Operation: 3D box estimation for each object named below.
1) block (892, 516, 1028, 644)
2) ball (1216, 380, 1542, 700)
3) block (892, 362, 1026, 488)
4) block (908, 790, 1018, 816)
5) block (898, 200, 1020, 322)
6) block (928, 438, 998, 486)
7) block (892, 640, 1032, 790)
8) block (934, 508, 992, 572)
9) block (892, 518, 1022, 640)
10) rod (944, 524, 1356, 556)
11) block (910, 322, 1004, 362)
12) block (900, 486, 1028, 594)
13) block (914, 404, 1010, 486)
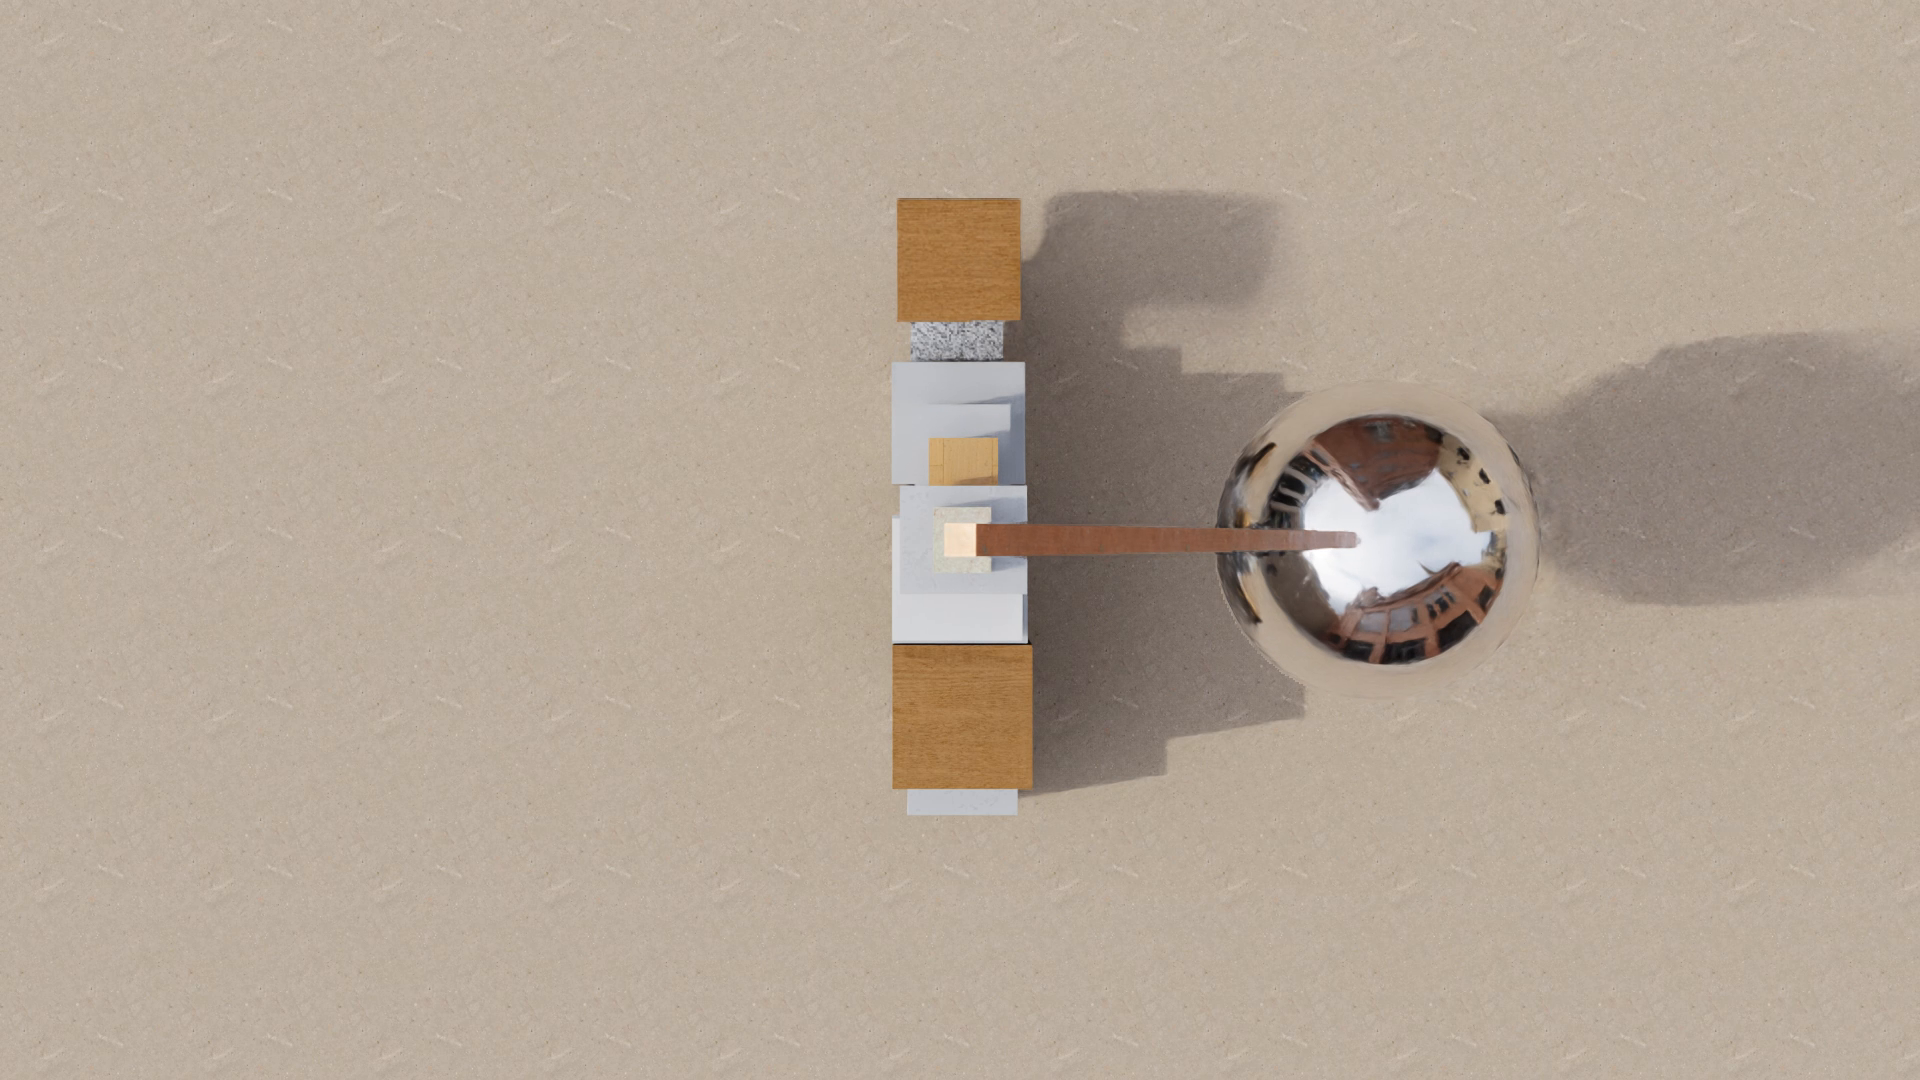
[{"bbox_3d":[-0.001,0.207,12.005,0.716,0.762,0.677,0,90,0],"label":"block"},{"bbox_3d":[2.074,0.000,10.965,1.600,1.600,1.600,0,90,0],"label":"ball"},{"bbox_3d":[-0.008,-0.651,12.609,0.741,0.783,0.677,0,90,0],"label":"block"},{"bbox_3d":[0.014,1.210,12.629,0.613,0.742,0.647,0,90,0],"label":"block"},{"bbox_3d":[-0.006,-1.540,12.055,0.658,0.591,0.647,0,99,0],"label":"block"},{"bbox_3d":[0.018,-0.319,11.439,0.354,0.388,0.388,0,87,0],"label":"block"},{"bbox_3d":[0.014,0.937,11.948,0.742,0.619,0.763,0,90,0],"label":"block"},{"bbox_3d":[0.010,0.000,10.348,0.269,0.245,0.307,0,90,0],"label":"block"},{"bbox_3d":[-0.014,0.199,11.332,0.653,0.585,0.613,0,90,0],"label":"block"},{"bbox_3d":[0.899,0.000,7.775,0.080,5.200,0.080,0,90,20],"label":"rod"},{"bbox_3d":[-0.018,-1.266,12.698,0.525,0.603,0.534,0,90,0],"label":"block"},{"bbox_3d":[0.017,0.000,10.755,0.606,0.568,0.517,0,90,0],"label":"block"},{"bbox_3d":[0.013,-0.430,11.930,0.505,0.575,0.576,0,90,0],"label":"block"}]
